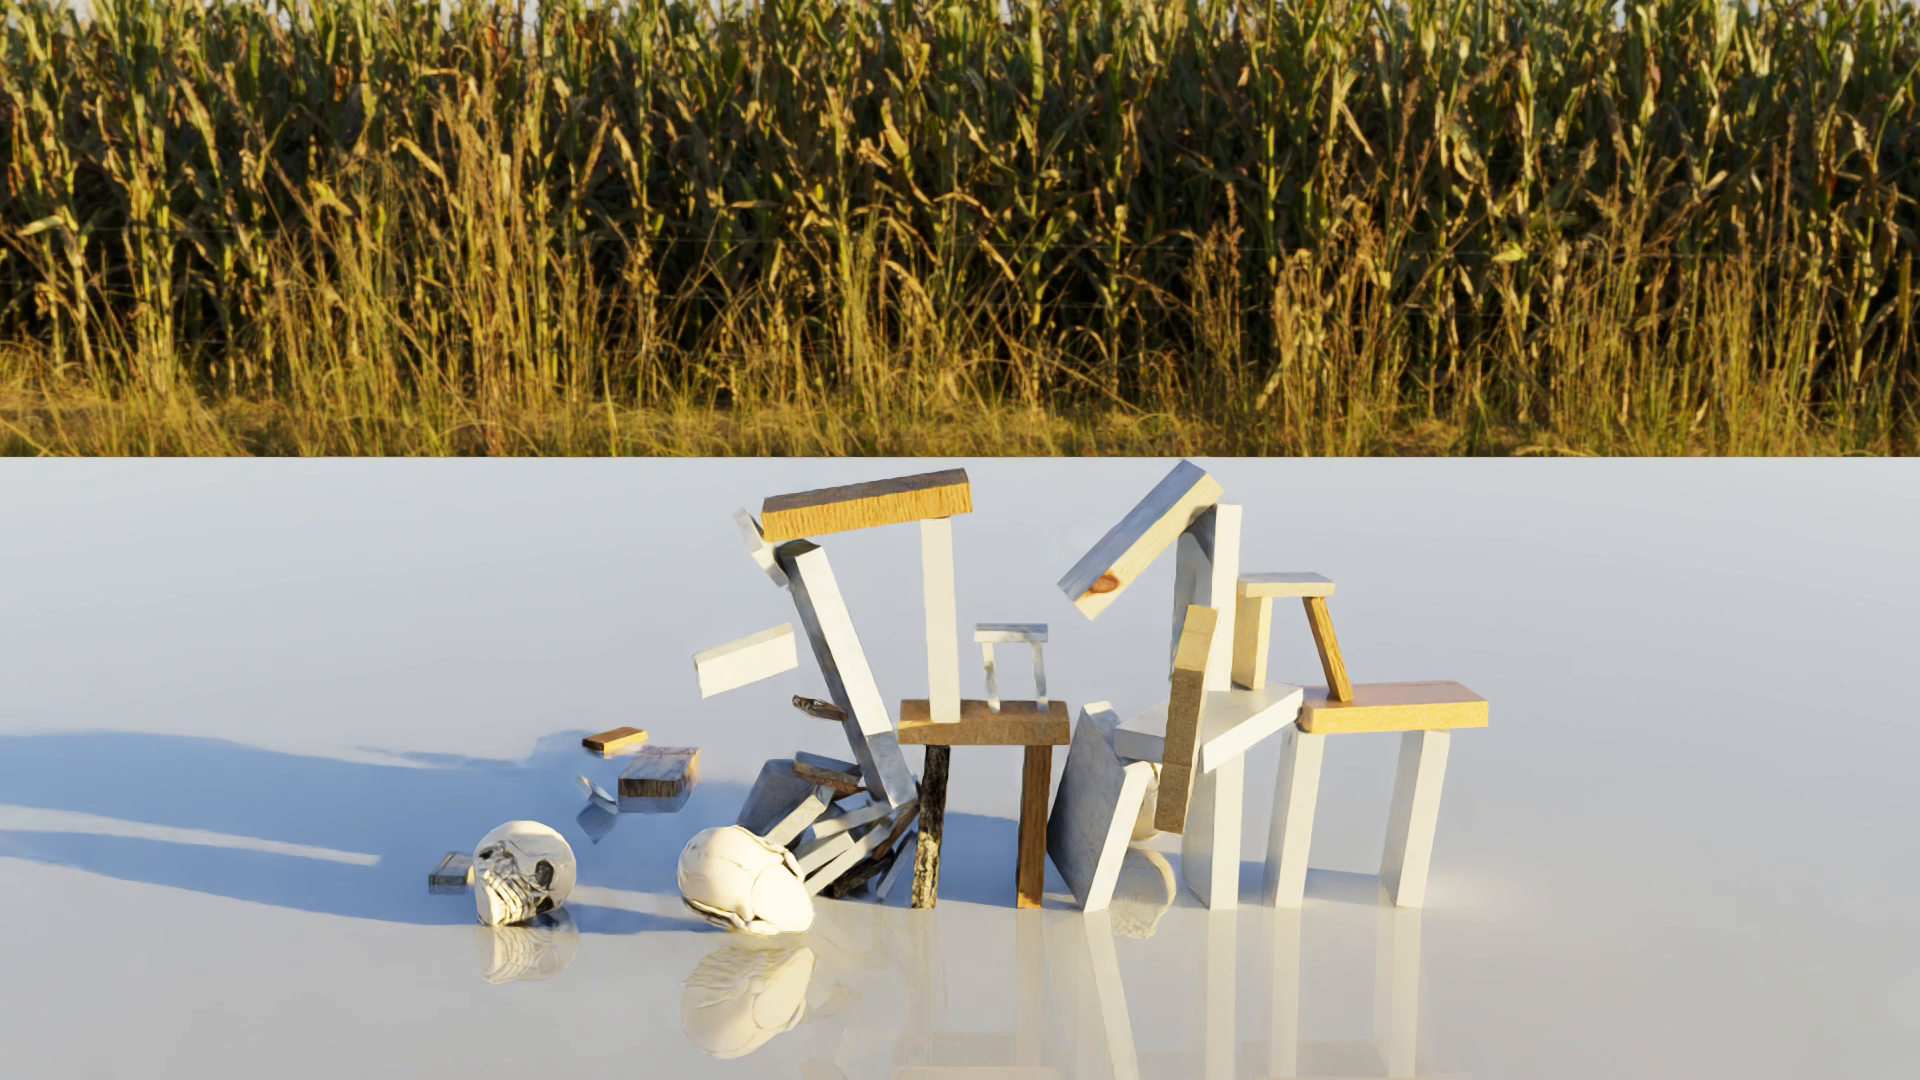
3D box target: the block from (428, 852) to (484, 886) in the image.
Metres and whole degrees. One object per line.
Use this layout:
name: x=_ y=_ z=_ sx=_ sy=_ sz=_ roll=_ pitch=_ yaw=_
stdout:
block: x=-0.863 y=0.563 z=3.768 sx=0.062 sy=0.017 sz=0.123 roll=1 pitch=11 yaw=3

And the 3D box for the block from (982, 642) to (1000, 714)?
block: x=0.050 y=0.219 z=3.603 sx=0.017 sy=0.120 sz=0.060 roll=-6 pitch=10 yaw=1

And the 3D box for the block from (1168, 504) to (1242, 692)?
block: x=0.391 y=0.088 z=3.514 sx=0.041 sy=0.292 sz=0.146 roll=3 pitch=1 yaw=-18

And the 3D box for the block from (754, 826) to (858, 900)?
block: x=-0.255 y=0.528 z=3.663 sx=0.181 sy=0.026 sz=0.090 roll=-32 pitch=9 yaw=8

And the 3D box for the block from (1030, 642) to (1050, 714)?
block: x=0.130 y=0.219 z=3.603 sx=0.017 sy=0.120 sz=0.060 roll=-6 pitch=10 yaw=1

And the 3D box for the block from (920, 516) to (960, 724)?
block: x=-0.031 y=0.115 z=3.578 sx=0.047 sy=0.332 sz=0.166 roll=-3 pitch=11 yaw=0

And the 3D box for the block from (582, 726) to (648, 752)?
block: x=-0.717 y=0.413 z=4.572 sx=0.062 sy=0.017 sz=0.123 roll=8 pitch=13 yaw=37

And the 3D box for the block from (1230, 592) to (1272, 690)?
block: x=0.465 y=0.156 z=3.555 sx=0.022 sy=0.154 sz=0.077 roll=-4 pitch=13 yaw=-32

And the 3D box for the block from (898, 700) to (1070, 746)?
block: x=0.039 y=0.299 z=3.610 sx=0.275 sy=0.039 sz=0.138 roll=0 pitch=11 yaw=0

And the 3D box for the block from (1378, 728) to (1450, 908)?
block: x=0.753 y=0.442 z=3.646 sx=0.042 sy=0.296 sz=0.148 roll=7 pitch=10 yaw=-1

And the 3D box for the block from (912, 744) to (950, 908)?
block: x=-0.047 y=0.454 z=3.639 sx=0.039 sy=0.275 sz=0.138 roll=5 pitch=11 yaw=-1

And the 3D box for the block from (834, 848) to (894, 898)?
block: x=-0.160 y=0.552 z=3.665 sx=0.111 sy=0.016 sz=0.055 roll=-33 pitch=10 yaw=6

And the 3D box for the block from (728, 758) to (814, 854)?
block: x=-0.308 y=0.460 z=3.777 sx=0.117 sy=0.233 sz=0.033 roll=4 pitch=47 yaw=-25

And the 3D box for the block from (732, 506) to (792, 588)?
block: x=-0.316 y=0.012 z=3.511 sx=0.023 sy=0.080 sz=0.159 roll=-28 pitch=-23 yaw=1

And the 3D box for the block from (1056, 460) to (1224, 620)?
block: x=0.286 y=-0.003 z=3.522 sx=0.292 sy=0.041 sz=0.146 roll=-44 pitch=14 yaw=1

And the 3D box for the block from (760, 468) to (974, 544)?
block: x=-0.150 y=-0.057 z=3.541 sx=0.332 sy=0.047 sz=0.166 roll=-9 pitch=11 yaw=-1

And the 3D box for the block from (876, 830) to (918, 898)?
block: x=-0.106 y=0.539 z=3.661 sx=0.016 sy=0.111 sz=0.055 roll=30 pitch=9 yaw=-6

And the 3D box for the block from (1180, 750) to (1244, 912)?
block: x=0.415 y=0.432 z=3.626 sx=0.045 sy=0.318 sz=0.159 roll=-2 pitch=14 yaw=-13

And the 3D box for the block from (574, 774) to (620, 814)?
block: x=-0.683 y=0.478 z=4.132 sx=0.062 sy=0.017 sz=0.123 roll=35 pitch=-5 yaw=-24

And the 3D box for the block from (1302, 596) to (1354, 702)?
block: x=0.598 y=0.169 z=3.585 sx=0.022 sy=0.179 sz=0.077 roll=-19 pitch=12 yaw=-2

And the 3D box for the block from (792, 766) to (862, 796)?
block: x=-0.223 y=0.391 z=3.675 sx=0.110 sy=0.016 sz=0.055 roll=18 pitch=20 yaw=4

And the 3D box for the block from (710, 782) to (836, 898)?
block: x=-0.310 y=0.494 z=3.665 sx=0.233 sy=0.033 sz=0.117 roll=-42 pitch=4 yaw=9

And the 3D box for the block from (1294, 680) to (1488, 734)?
block: x=0.700 y=0.274 z=3.620 sx=0.296 sy=0.042 sz=0.148 roll=-2 pitch=11 yaw=-9

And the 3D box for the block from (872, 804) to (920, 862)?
block: x=-0.106 y=0.479 z=3.649 sx=0.016 sy=0.111 sz=0.055 roll=37 pitch=10 yaw=-7

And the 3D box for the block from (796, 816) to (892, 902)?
block: x=-0.193 y=0.523 z=3.661 sx=0.181 sy=0.026 sz=0.090 roll=-39 pitch=8 yaw=6

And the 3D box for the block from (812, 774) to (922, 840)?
block: x=-0.154 y=0.442 z=3.656 sx=0.181 sy=0.026 sz=0.090 roll=-20 pitch=11 yaw=4

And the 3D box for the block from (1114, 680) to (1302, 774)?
block: x=0.395 y=0.285 z=3.469 sx=0.159 sy=0.045 sz=0.318 roll=9 pitch=18 yaw=35

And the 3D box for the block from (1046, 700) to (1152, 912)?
block: x=0.218 y=0.432 z=3.546 sx=0.045 sy=0.318 sz=0.159 roll=-7 pitch=42 yaw=-25

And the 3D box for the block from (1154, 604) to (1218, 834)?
block: x=0.316 y=0.252 z=3.080 sx=0.041 sy=0.292 sz=0.146 roll=9 pitch=36 yaw=9

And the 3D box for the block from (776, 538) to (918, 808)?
block: x=-0.187 y=0.215 z=3.594 sx=0.047 sy=0.440 sz=0.166 roll=-23 pitch=11 yaw=-13

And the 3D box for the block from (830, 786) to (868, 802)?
block: x=-0.204 y=0.476 z=3.912 sx=0.080 sy=0.023 sz=0.159 roll=4 pitch=-28 yaw=-4

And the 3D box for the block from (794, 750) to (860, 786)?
block: x=-0.222 y=0.378 z=3.655 sx=0.110 sy=0.016 sz=0.055 roll=15 pitch=14 yaw=-7

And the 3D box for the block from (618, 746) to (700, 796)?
block: x=-0.589 y=0.453 z=4.318 sx=0.117 sy=0.033 sz=0.233 roll=1 pitch=11 yaw=4

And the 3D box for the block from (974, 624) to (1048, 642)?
block: x=0.083 y=0.151 z=3.590 sx=0.120 sy=0.017 sz=0.060 roll=0 pitch=11 yaw=0

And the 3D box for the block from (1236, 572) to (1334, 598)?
block: x=0.517 y=0.071 z=3.546 sx=0.154 sy=0.022 sz=0.077 roll=0 pitch=12 yaw=-18

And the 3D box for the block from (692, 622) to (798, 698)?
block: x=-0.336 y=0.189 z=3.451 sx=0.159 sy=0.080 sz=0.023 roll=-18 pitch=47 yaw=-16

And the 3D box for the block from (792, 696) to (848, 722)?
block: x=-0.230 y=0.276 z=3.603 sx=0.055 sy=0.016 sz=0.110 roll=12 pitch=2 yaw=-25

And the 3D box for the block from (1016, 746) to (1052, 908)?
block: x=0.122 y=0.454 z=3.640 sx=0.039 sy=0.275 sz=0.138 roll=3 pitch=11 yaw=-1

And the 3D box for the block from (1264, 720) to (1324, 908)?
block: x=0.552 y=0.442 z=3.646 sx=0.042 sy=0.296 sz=0.148 roll=6 pitch=10 yaw=-1
